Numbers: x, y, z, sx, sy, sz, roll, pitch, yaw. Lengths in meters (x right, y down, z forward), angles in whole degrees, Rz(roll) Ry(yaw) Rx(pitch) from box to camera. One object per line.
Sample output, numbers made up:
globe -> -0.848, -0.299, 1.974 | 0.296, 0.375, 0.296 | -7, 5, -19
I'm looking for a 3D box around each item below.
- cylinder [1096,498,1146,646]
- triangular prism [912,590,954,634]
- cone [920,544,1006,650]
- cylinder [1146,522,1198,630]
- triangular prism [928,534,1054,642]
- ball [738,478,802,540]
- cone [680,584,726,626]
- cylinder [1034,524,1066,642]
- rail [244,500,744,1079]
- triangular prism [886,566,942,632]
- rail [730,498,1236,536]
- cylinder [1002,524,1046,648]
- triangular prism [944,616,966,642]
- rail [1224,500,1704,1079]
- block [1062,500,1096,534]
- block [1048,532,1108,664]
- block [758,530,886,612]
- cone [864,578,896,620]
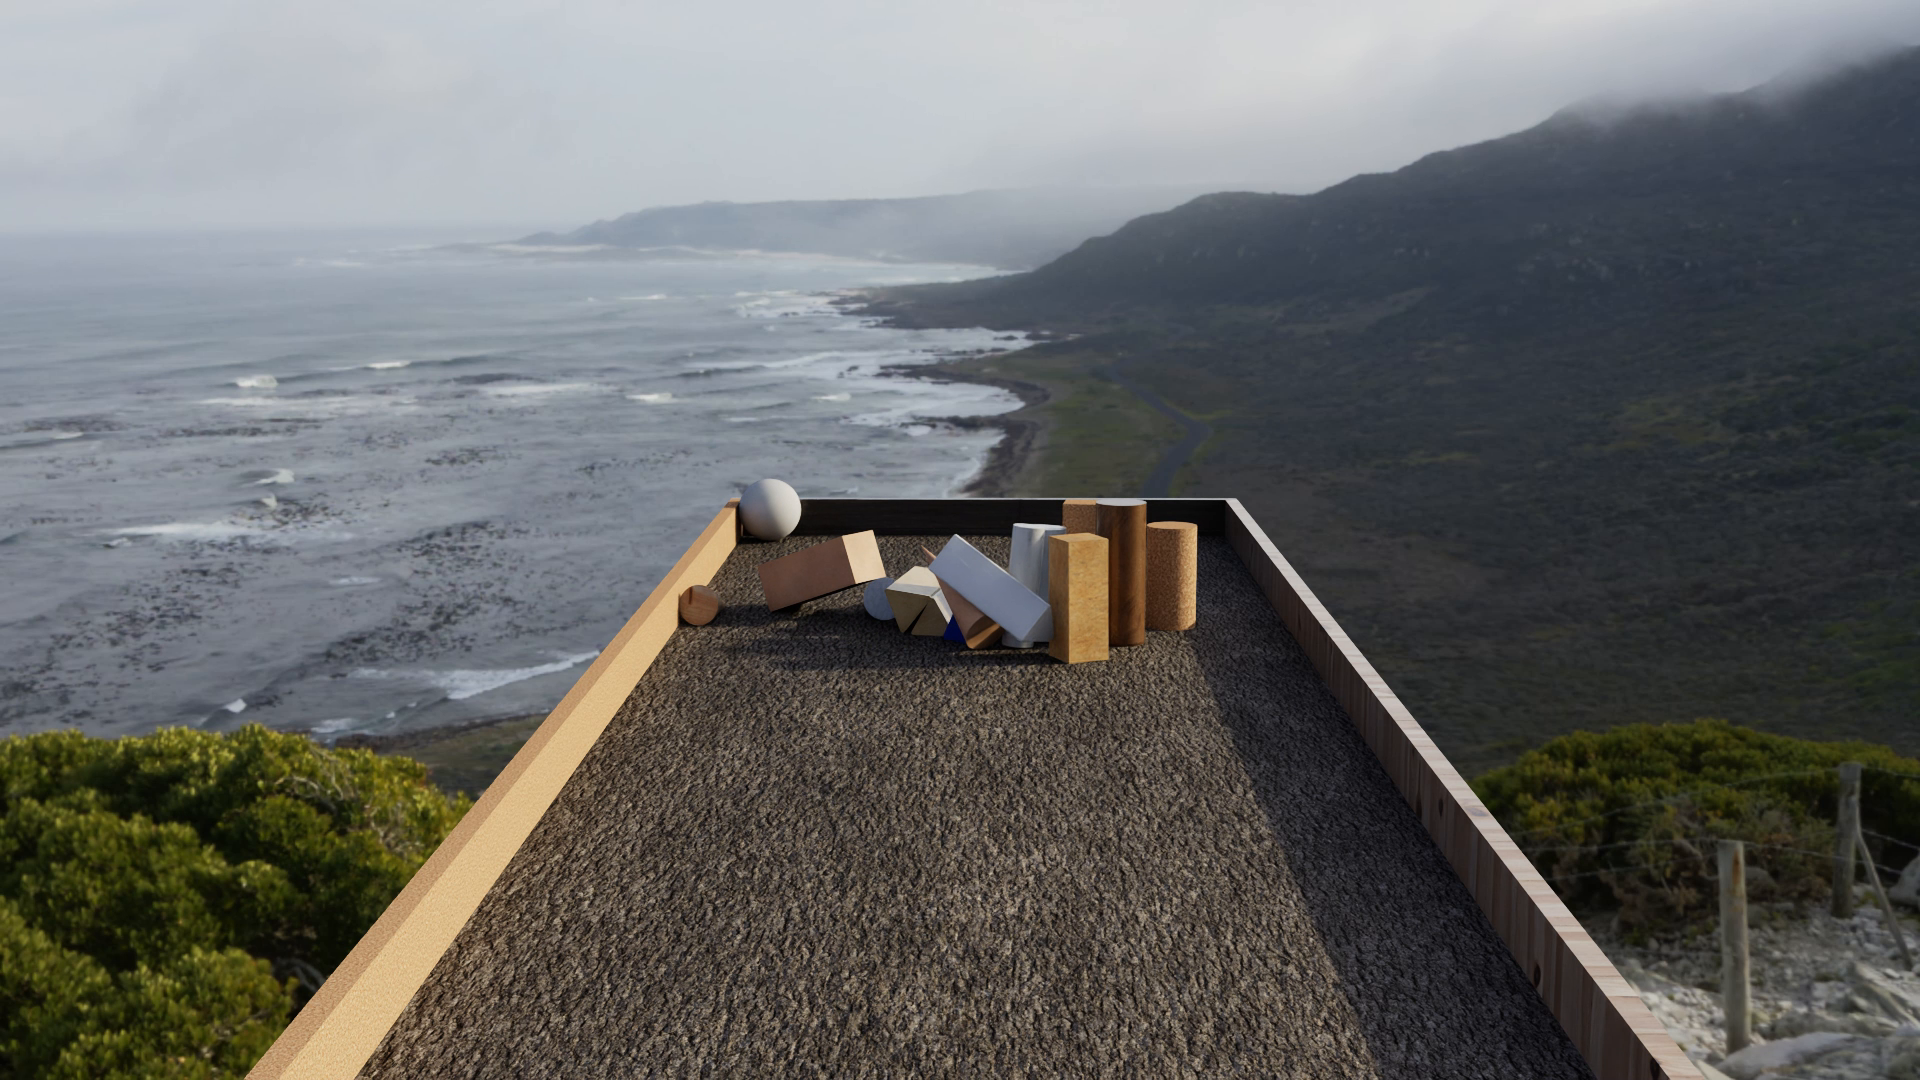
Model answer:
cylinder -> 0.506, 0.102, 6.937 | 0.159, 0.447, 0.159 | 0, 9, 0
triangular prism -> -0.058, 0.220, 7.217 | 0.139, 0.120, 0.323 | 2, 9, 11
cone -> -0.021, 0.148, 6.947 | 0.153, 0.153, 0.428 | -6, 42, -35
cylinder -> 0.692, 0.117, 7.201 | 0.164, 0.335, 0.164 | 0, 9, 0
triangular prism -> 0.111, 0.143, 6.791 | 0.139, 0.121, 0.459 | -3, 30, -44
ball -> -0.776, -0.124, 8.976 | 0.255, 0.255, 0.255 | 0, 9, 0
cone -> -0.831, 0.221, 7.404 | 0.133, 0.133, 0.339 | 2, -2, 10
cylinder -> 0.255, 0.136, 6.995 | 0.157, 0.355, 0.157 | 1, 7, 0
rail -> -1.004, 0.839, 3.234 | 0.050, 0.150, 12.000 | 0, 9, 1
triangular prism -> -0.149, 0.167, 7.315 | 0.132, 0.152, 0.447 | 39, 14, 3
rail -> 0.099, -0.098, 9.147 | 2.100, 0.150, 0.050 | 0, 9, 1
cylinder -> 0.198, 0.143, 6.877 | 0.102, 0.378, 0.102 | 5, 8, -1
triangular prism -> 0.140, 0.241, 7.108 | 0.414, 0.114, 0.132 | -9, 12, -43
rail -> 1.046, 0.843, 3.208 | 0.050, 0.150, 12.000 | 0, 9, 1
block -> 0.399, 0.078, 7.204 | 0.115, 0.410, 0.115 | 1, 9, 9
block -> 0.361, 0.176, 6.702 | 0.134, 0.373, 0.134 | -5, 10, -24
block -> -0.469, 0.105, 7.419 | 0.396, 0.163, 0.163 | -18, -4, 36
cone -> -0.267, 0.201, 7.516 | 0.143, 0.143, 0.386 | -1, -2, -5
